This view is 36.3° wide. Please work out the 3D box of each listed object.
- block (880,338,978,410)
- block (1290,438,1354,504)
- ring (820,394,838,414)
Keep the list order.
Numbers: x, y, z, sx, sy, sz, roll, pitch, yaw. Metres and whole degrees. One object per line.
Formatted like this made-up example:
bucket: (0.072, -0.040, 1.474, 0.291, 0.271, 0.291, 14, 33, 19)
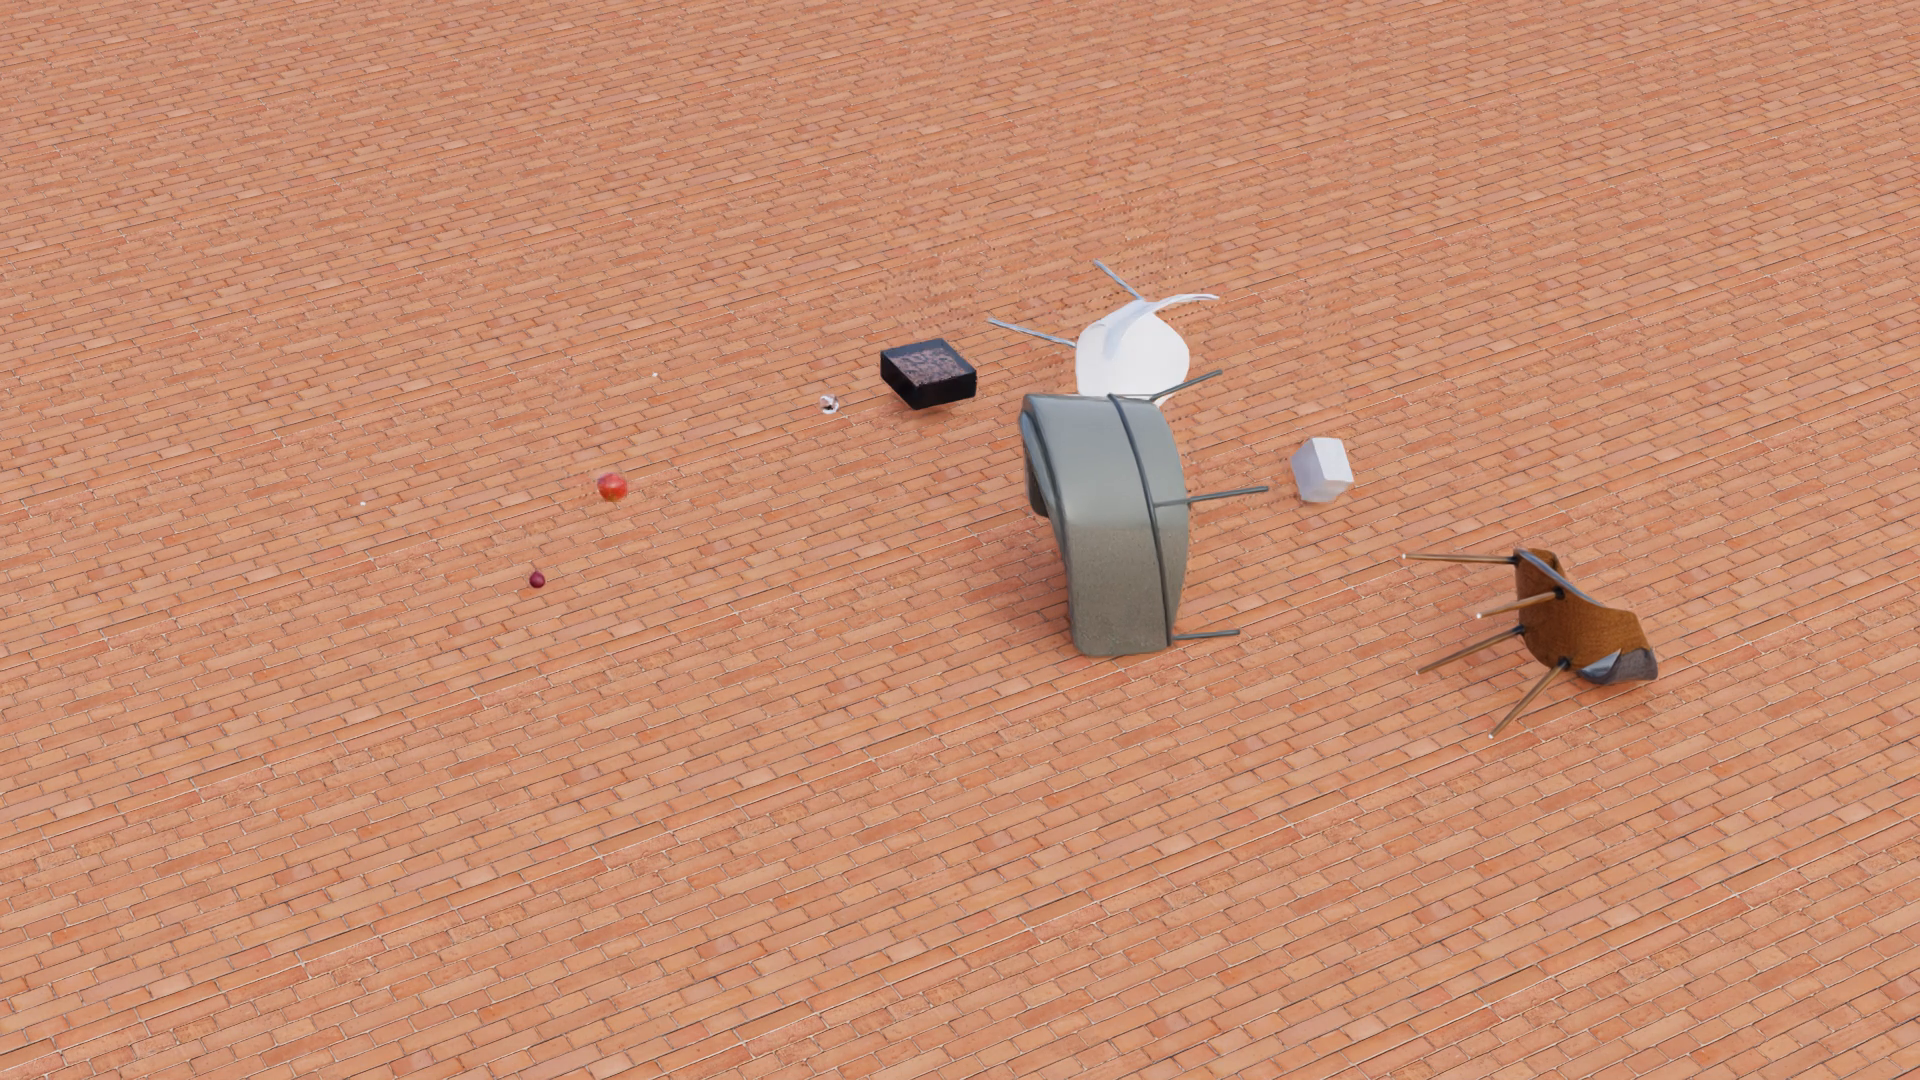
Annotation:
block: (-0.127, -0.663, 11.678, 0.274, 0.113, 0.301, -14, 37, -25)
block: (1.368, -0.263, 11.094, 0.136, 0.156, 0.187, 5, 57, -30)
ring: (-0.522, -0.545, 11.702, 0.053, 0.079, 0.087, 0, 21, 24)
